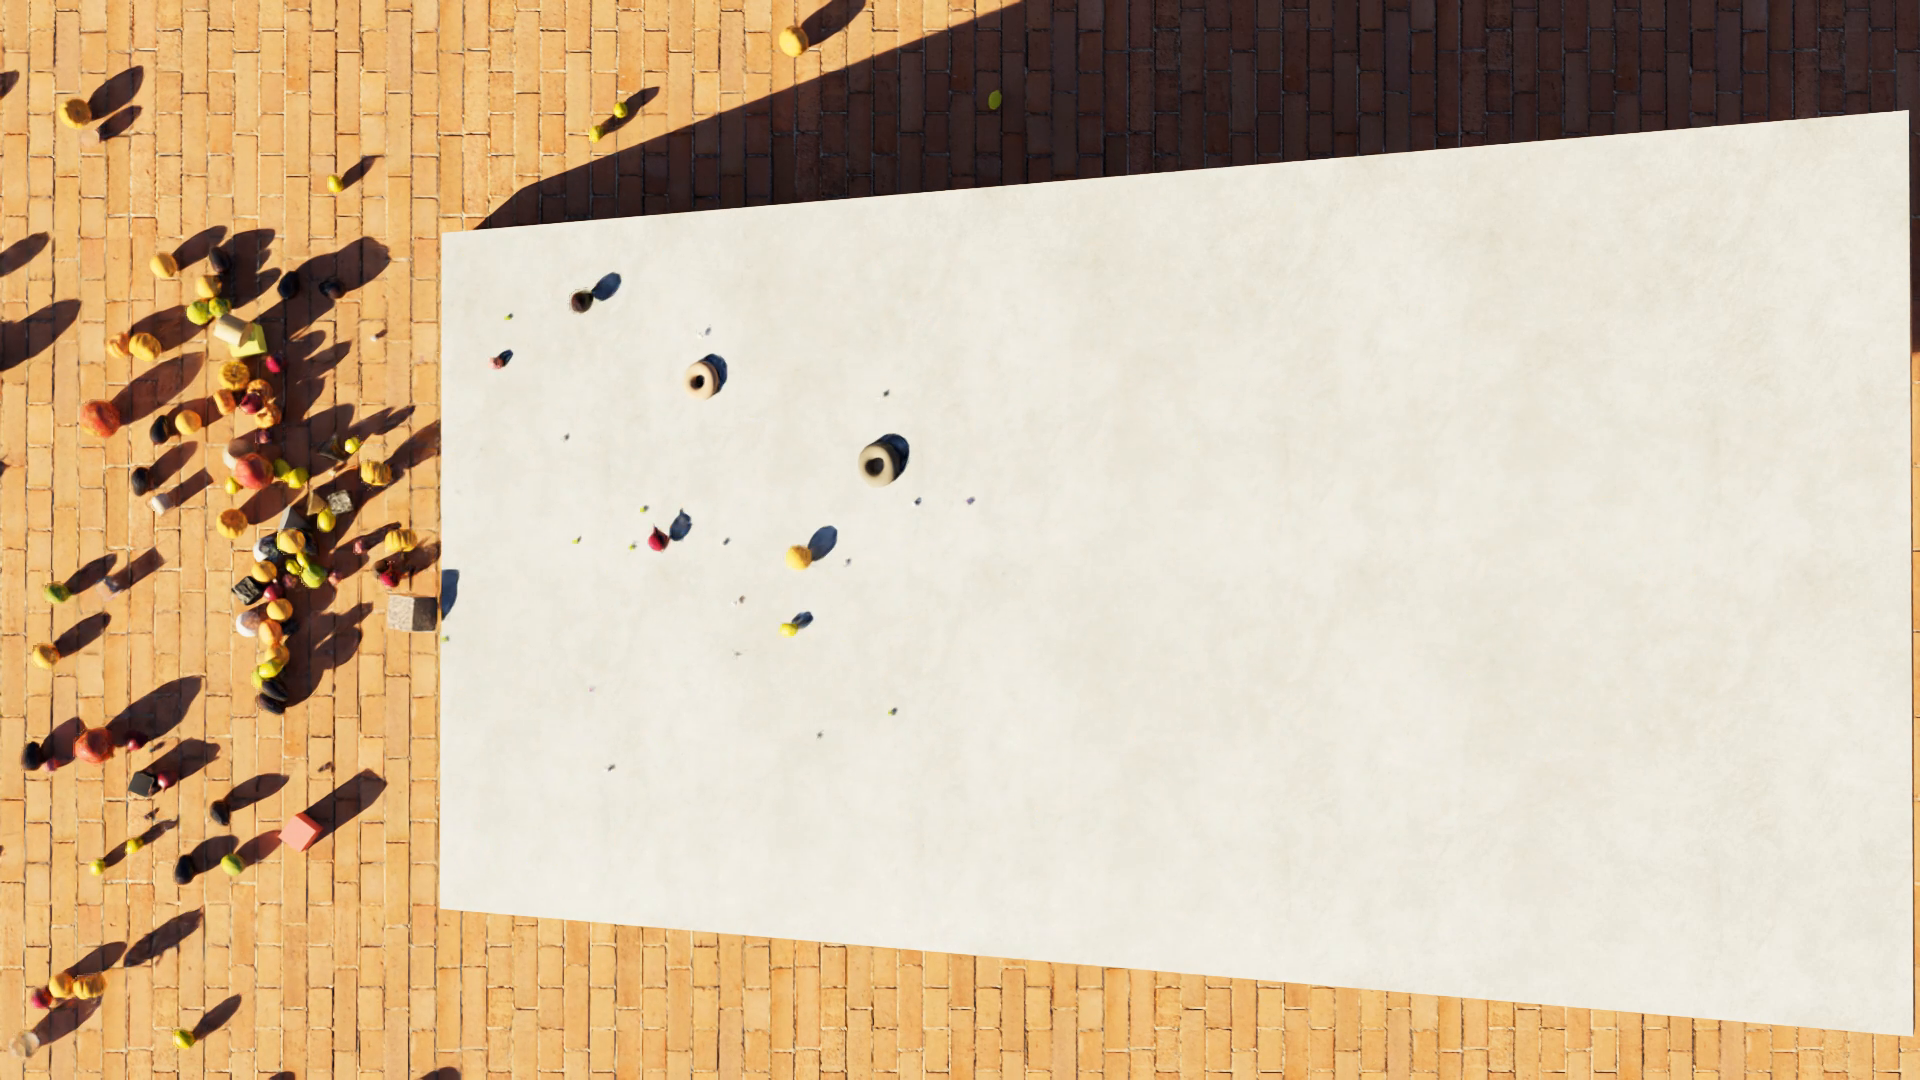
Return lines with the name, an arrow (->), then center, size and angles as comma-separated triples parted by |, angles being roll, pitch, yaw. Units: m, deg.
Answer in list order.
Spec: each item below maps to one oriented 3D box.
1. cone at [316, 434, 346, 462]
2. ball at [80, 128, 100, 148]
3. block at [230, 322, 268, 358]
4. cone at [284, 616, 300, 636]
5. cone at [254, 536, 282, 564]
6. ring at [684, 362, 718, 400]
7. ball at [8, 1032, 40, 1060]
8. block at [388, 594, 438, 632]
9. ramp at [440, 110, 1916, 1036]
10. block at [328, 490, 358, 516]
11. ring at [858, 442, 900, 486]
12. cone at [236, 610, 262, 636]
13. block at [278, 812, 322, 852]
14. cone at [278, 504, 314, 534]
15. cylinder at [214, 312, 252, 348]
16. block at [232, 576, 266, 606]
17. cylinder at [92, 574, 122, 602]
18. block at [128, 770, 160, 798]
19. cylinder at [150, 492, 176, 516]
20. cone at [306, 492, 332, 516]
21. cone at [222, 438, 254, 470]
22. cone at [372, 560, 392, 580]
cone -> -1.867, -0.259, 6.587 | 0.081, 0.081, 0.081 | -41, 116, 0
ball -> -2.606, -1.204, 6.586 | 0.058, 0.058, 0.058 | 0, 89, 0
block -> -2.130, -0.595, 6.567 | 0.083, 0.083, 0.083 | -13, 89, 0
cone -> -2.013, 0.248, 6.587 | 0.053, 0.053, 0.053 | -38, 63, 0
cone -> -2.079, 0.032, 6.559 | 0.086, 0.086, 0.086 | 0, 89, 0
ring -> -0.718, -0.441, 6.095 | 0.111, 0.037, 0.111 | -1, 88, 27
ball -> -2.785, 1.505, 6.543 | 0.086, 0.086, 0.086 | 0, 89, 0
block -> -1.618, 0.214, 6.501 | 0.099, 0.099, 0.099 | 7, 93, 31
ramp -> 0.280, 0.080, 5.675 | 4.000, 0.100, 2.000 | 0, 89, 26
block -> -1.847, -0.113, 6.574 | 0.060, 0.060, 0.060 | -19, 89, 0
ring -> -0.216, -0.201, 5.844 | 0.121, 0.040, 0.121 | 0, 90, 27
cone -> -2.134, 0.251, 6.560 | 0.078, 0.078, 0.078 | 0, 89, 0
block -> -1.964, 0.870, 6.553 | 0.080, 0.080, 0.080 | 37, 89, 0
cone -> -1.978, -0.047, 6.582 | 0.093, 0.093, 0.093 | 21, 89, -26
cylinder -> -2.143, -0.617, 6.487 | 0.079, 0.079, 0.079 | 26, 89, 0
block -> -2.125, 0.151, 6.569 | 0.063, 0.063, 0.063 | -42, 90, 0
cylinder -> -2.549, 0.146, 6.571 | 0.060, 0.060, 0.060 | -35, 89, 0
block -> -2.435, 0.727, 6.564 | 0.060, 0.060, 0.060 | 21, 89, 0
cylinder -> -2.383, -0.108, 6.577 | 0.052, 0.052, 0.052 | -35, 89, 0
cone -> -1.913, -0.101, 6.586 | 0.075, 0.075, 0.075 | 13, 89, -27
cone -> -2.168, -0.258, 6.557 | 0.097, 0.097, 0.097 | 0, 89, 0
cone -> -1.736, 0.090, 6.570 | 0.062, 0.062, 0.062 | 0, 89, 0
